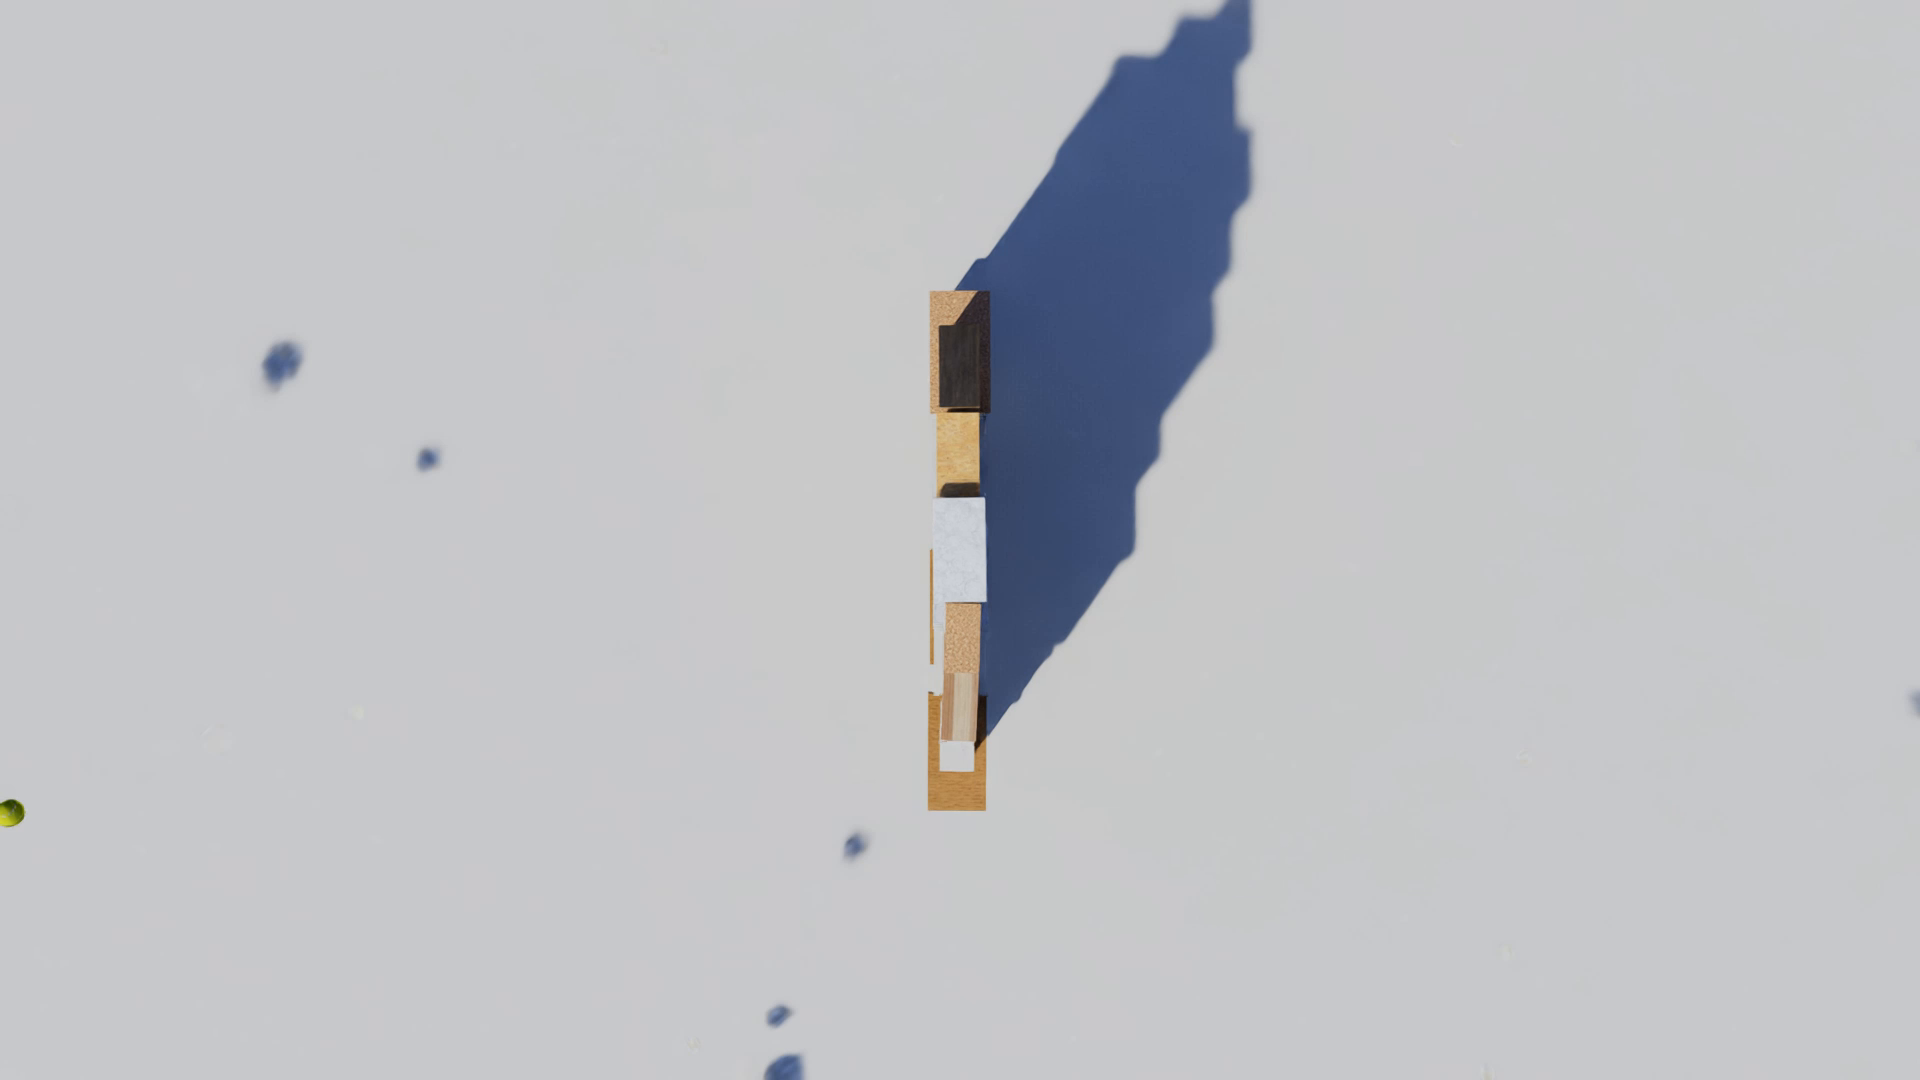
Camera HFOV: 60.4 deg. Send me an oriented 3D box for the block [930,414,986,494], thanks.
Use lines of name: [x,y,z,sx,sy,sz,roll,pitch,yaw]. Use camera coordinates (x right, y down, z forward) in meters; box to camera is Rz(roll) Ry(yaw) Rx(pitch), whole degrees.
block: [-0.004,-0.276,4.505,0.151,0.043,0.301,0,90,0]

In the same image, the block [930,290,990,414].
block: [0.000,-0.466,4.095,0.150,0.042,0.300,0,90,0]

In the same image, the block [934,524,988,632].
block: [0.002,0.095,4.214,0.139,0.039,0.278,0,66,0]

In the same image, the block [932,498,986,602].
block: [-0.001,0.023,3.917,0.123,0.035,0.247,-1,92,0]

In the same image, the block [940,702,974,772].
block: [-0.008,0.523,4.397,0.092,0.026,0.184,1,89,0]

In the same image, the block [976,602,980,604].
block: [0.006,0.173,4.073,0.084,0.167,0.024,-1,97,0]

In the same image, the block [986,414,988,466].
block: [0.002,-0.401,5.133,0.171,0.049,0.343,0,90,0]

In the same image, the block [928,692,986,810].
block: [-0.008,0.590,4.617,0.163,0.046,0.327,0,89,0]

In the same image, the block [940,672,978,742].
block: [0.000,0.409,4.084,0.087,0.025,0.174,3,90,0]

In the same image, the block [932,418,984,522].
block: [-0.006,-0.178,4.198,0.133,0.038,0.266,0,90,0]

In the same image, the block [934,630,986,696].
block: [0.001,0.280,4.501,0.144,0.041,0.288,0,90,0]

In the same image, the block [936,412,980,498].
block: [-0.005,-0.202,3.960,0.103,0.029,0.205,0,90,0]

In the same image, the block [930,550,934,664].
block: [-0.005,0.196,4.833,0.167,0.047,0.334,0,90,0]

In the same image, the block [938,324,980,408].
block: [-0.001,-0.407,3.868,0.096,0.027,0.192,0,90,0]

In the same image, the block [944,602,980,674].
block: [0.006,0.236,3.980,0.084,0.024,0.167,1,93,0]

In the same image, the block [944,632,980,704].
block: [0.004,0.334,4.284,0.092,0.026,0.184,0,90,0]

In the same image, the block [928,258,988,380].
block: [-0.006,-0.593,4.439,0.162,0.046,0.324,0,90,0]
